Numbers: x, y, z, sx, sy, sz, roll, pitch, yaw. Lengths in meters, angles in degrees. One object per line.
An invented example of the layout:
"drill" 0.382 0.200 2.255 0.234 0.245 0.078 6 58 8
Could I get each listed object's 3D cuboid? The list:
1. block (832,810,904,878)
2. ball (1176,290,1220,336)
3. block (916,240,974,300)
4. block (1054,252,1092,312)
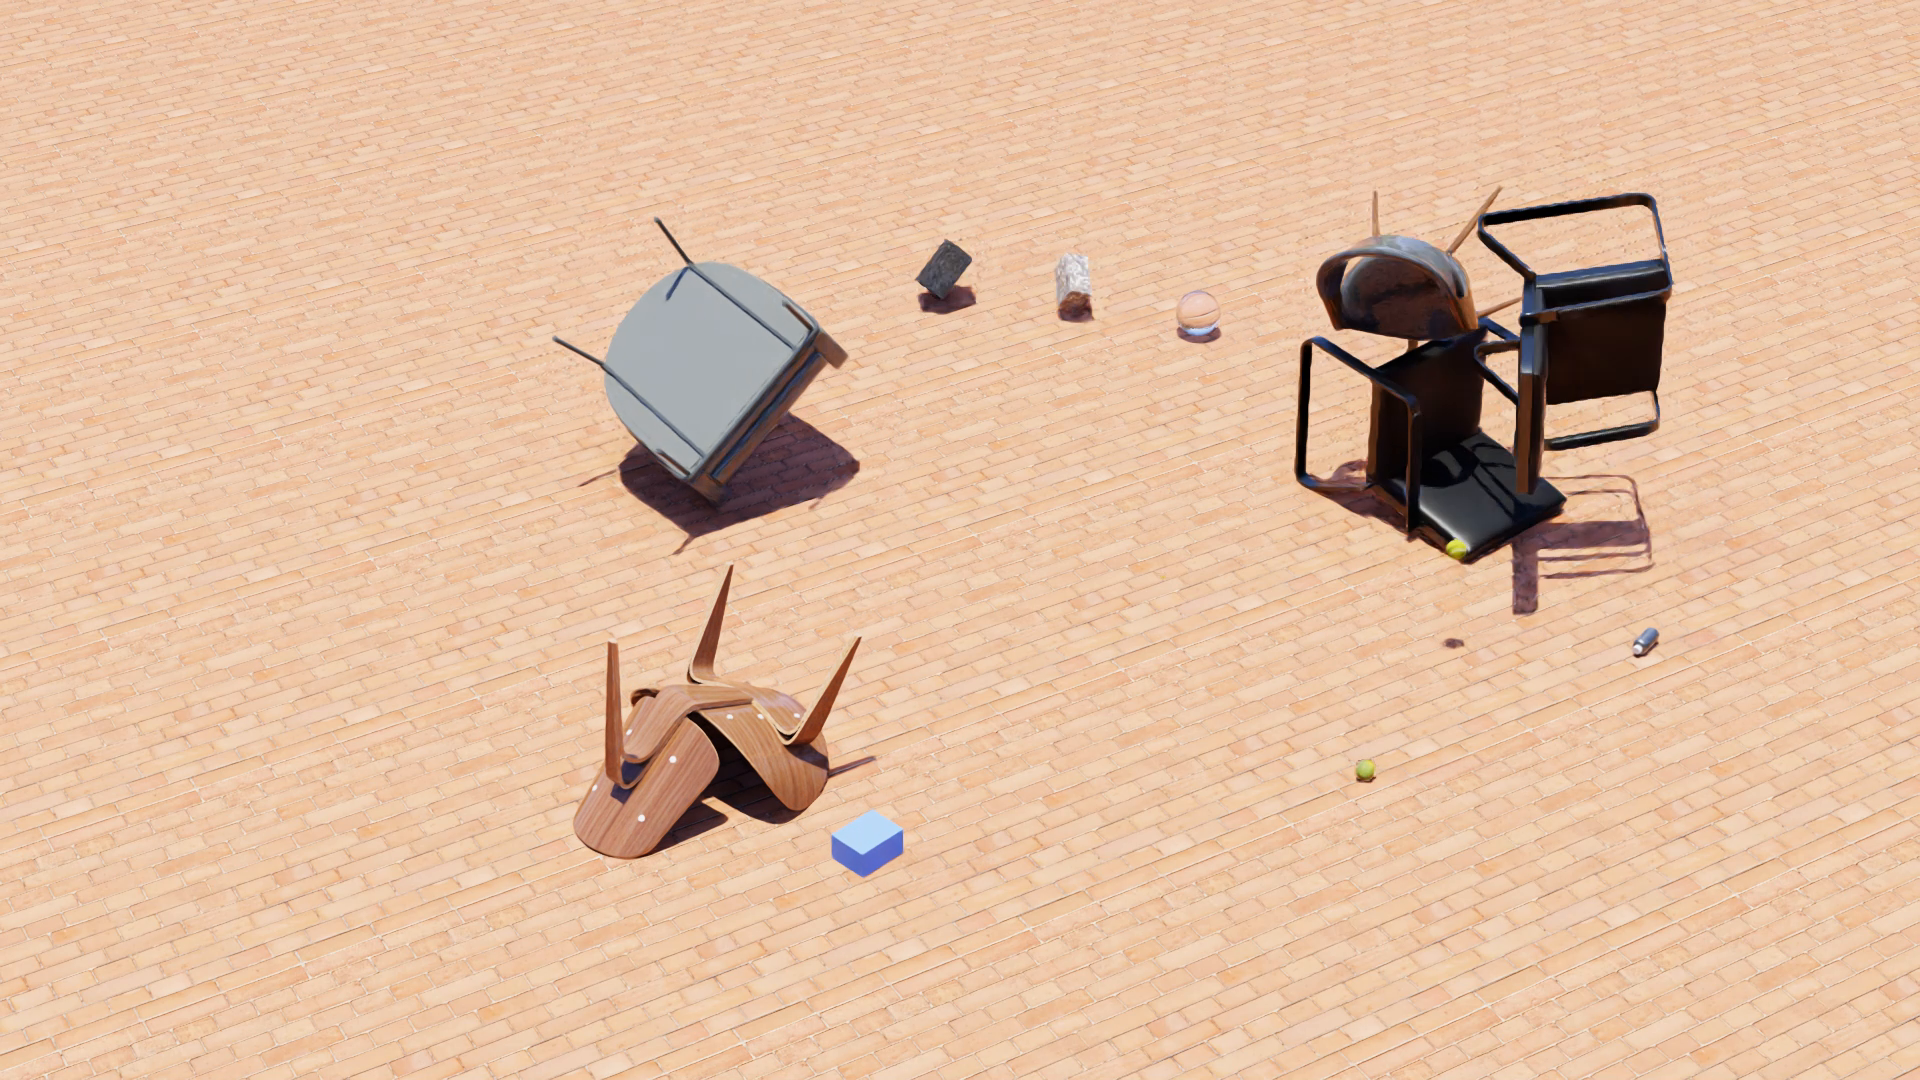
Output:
"block" -0.296 0.971 9.383 0.143 0.096 0.181 28 43 36
"ball" 0.992 -0.945 12.208 0.188 0.188 0.188 0 33 0
"block" -0.067 -1.147 12.416 0.125 0.217 0.172 37 2 -10
"block" 0.476 -1.087 12.359 0.099 0.127 0.209 11 53 -21
